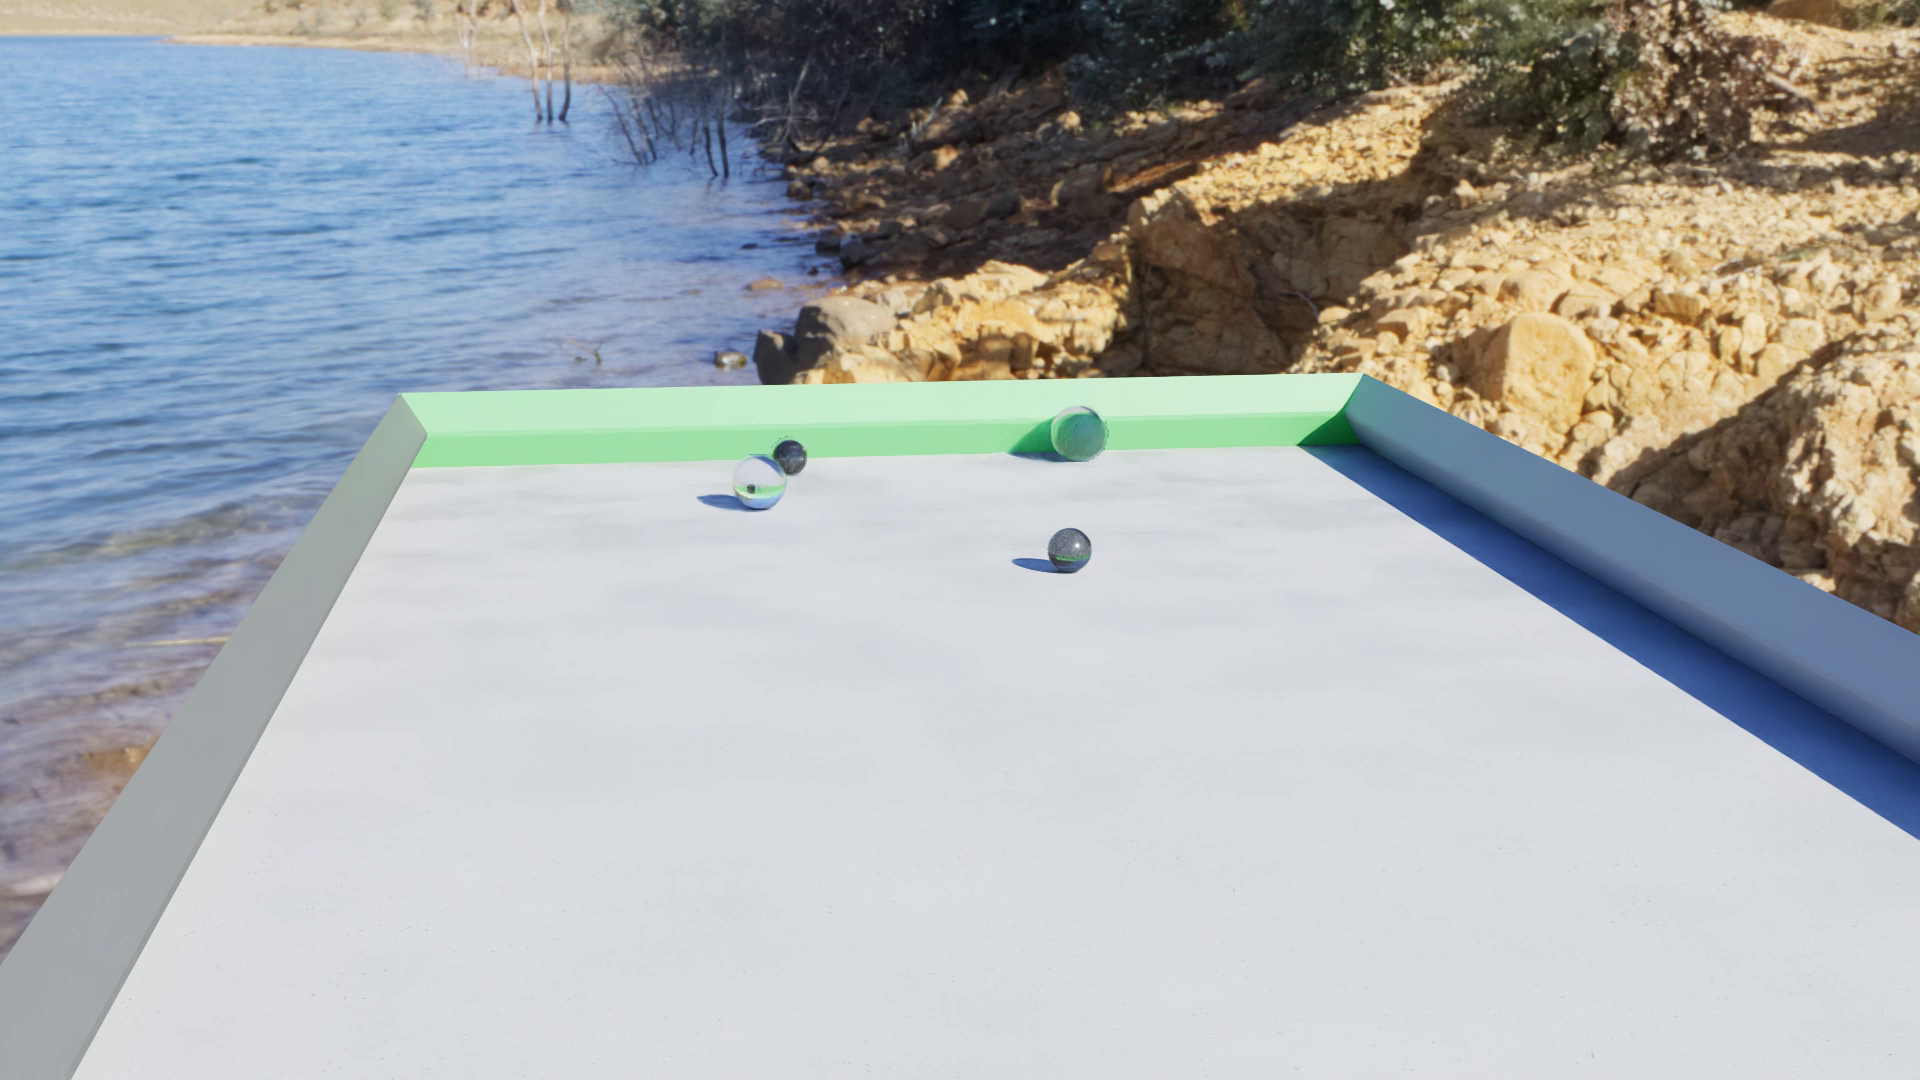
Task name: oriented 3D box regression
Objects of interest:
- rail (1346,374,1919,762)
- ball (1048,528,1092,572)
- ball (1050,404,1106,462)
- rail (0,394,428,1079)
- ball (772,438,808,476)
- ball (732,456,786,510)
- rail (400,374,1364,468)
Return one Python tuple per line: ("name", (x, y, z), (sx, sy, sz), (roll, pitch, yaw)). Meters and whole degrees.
("rail", (0.881, 0.122, 2.255), (0.045, 0.121, 3.136), (-2, 13, -8))
("ball", (0.144, 0.013, 2.874), (0.058, 0.058, 0.058), (0, 13, 0))
("ball", (0.194, -0.176, 3.619), (0.093, 0.093, 0.093), (0, 13, 0))
("rail", (-0.668, 0.169, 2.048), (0.045, 0.121, 3.136), (-2, 13, -8))
("ball", (-0.271, -0.132, 3.509), (0.058, 0.058, 0.058), (0, 13, 0))
("ball", (-0.296, -0.085, 3.250), (0.080, 0.080, 0.080), (0, 13, 0))
("rail", (-0.103, -0.196, 3.642), (1.611, 0.121, 0.045), (-2, 13, -8))
